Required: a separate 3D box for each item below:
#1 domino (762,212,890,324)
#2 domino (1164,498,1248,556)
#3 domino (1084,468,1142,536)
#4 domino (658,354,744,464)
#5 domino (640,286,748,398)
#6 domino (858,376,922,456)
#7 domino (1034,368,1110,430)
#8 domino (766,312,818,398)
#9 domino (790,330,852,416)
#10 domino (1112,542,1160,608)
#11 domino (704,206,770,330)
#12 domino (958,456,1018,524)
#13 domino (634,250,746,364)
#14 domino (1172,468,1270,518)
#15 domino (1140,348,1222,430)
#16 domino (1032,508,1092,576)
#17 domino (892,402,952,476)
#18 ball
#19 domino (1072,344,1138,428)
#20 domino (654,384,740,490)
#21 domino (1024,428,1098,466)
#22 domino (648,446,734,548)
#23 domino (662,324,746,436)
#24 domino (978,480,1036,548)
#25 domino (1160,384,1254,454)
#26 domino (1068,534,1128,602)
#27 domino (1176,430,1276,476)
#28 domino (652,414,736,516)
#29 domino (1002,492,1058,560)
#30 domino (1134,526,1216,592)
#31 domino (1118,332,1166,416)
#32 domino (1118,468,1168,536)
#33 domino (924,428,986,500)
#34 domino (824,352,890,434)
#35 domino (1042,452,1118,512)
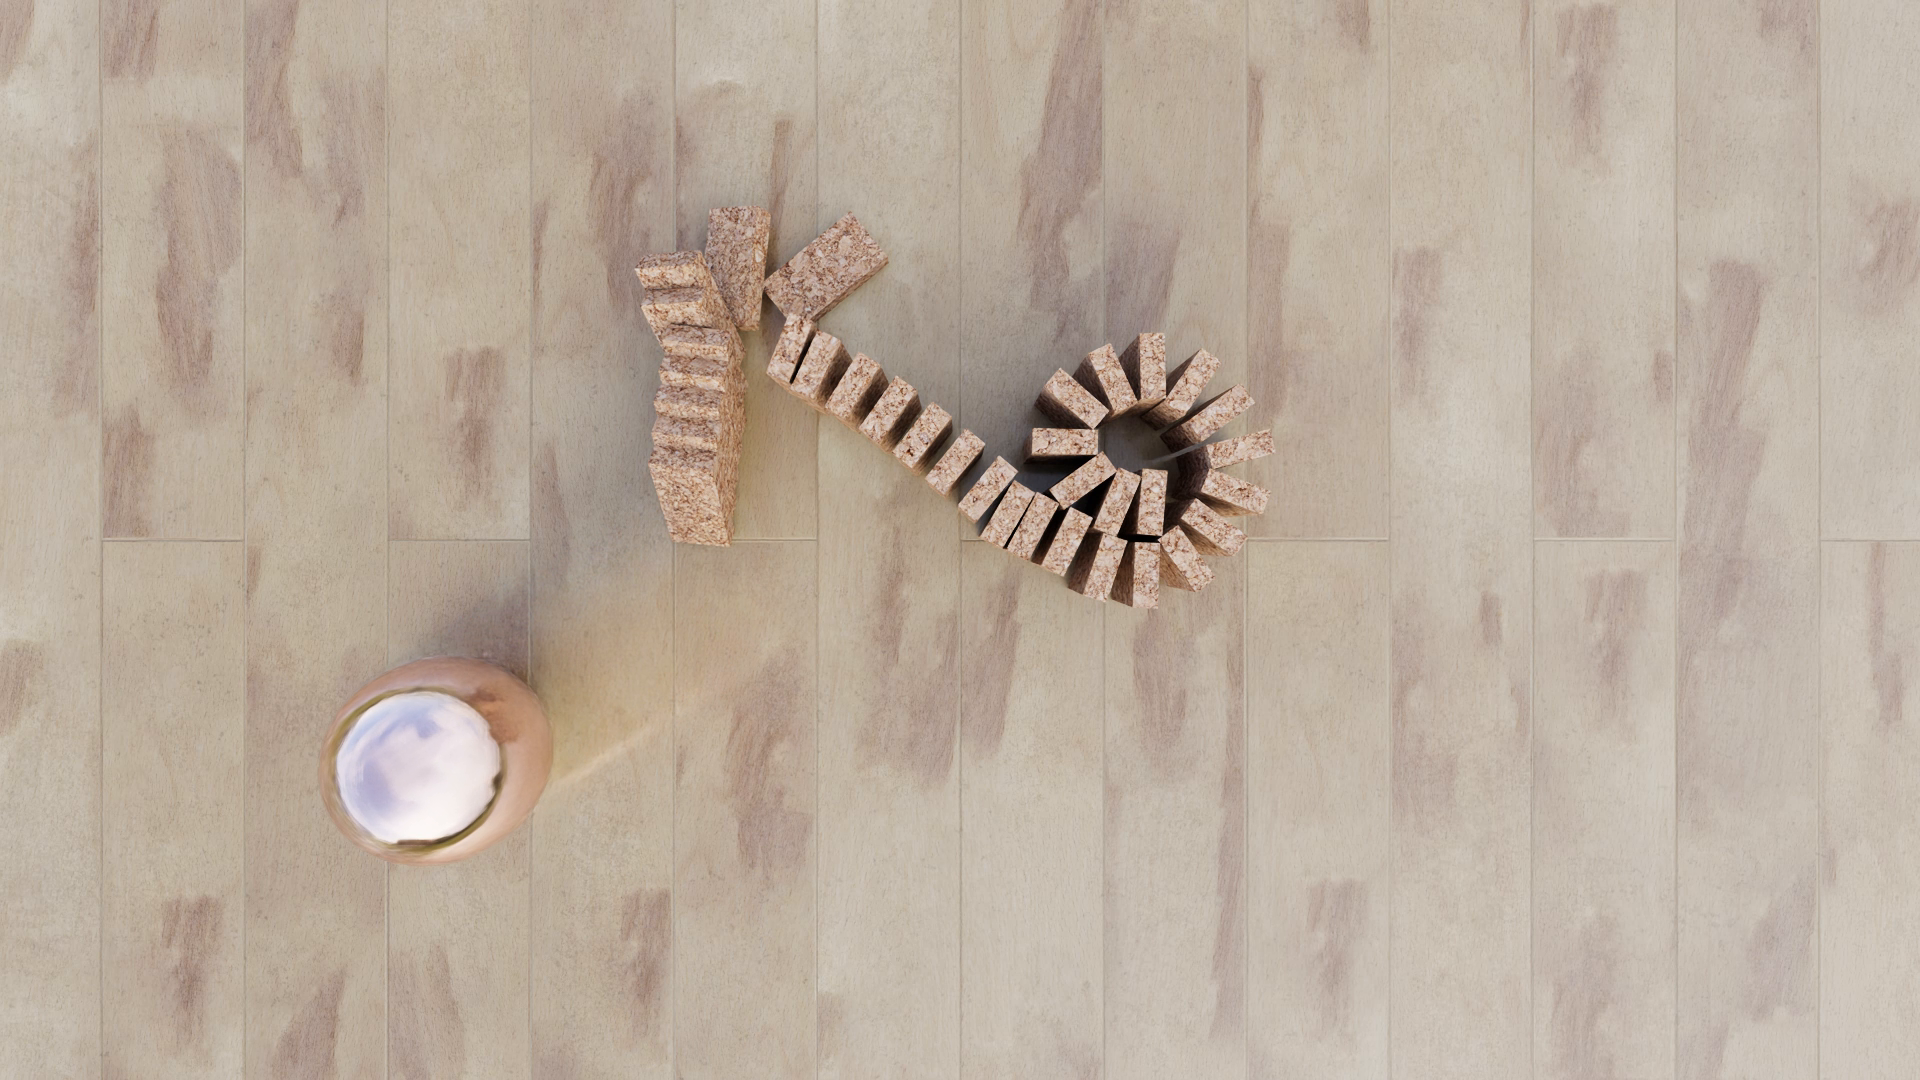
[{"bbox_3d":[-0.058,-0.115,0.395,0.050,0.010,0.025,-39,90,0],"label":"domino"},{"bbox_3d":[0.097,-0.005,0.375,0.025,0.050,0.009,36,90,0],"label":"domino"},{"bbox_3d":[0.060,-0.014,0.375,0.010,0.050,0.025,23,90,0],"label":"domino"},{"bbox_3d":[-0.106,-0.053,0.377,0.025,0.050,0.009,7,52,0],"label":"domino"},{"bbox_3d":[-0.108,-0.079,0.376,0.025,0.050,0.010,-1,50,10],"label":"domino"},{"bbox_3d":[-0.028,-0.050,0.375,0.010,0.050,0.025,35,90,0],"label":"domino"},{"bbox_3d":[0.045,-0.054,0.375,0.025,0.050,0.009,41,90,0],"label":"domino"},{"bbox_3d":[-0.065,-0.074,0.375,0.010,0.050,0.025,22,90,0],"label":"domino"},{"bbox_3d":[-0.055,-0.067,0.375,0.009,0.050,0.025,25,90,0],"label":"domino"},{"bbox_3d":[0.071,0.014,0.375,0.009,0.050,0.025,2,90,0],"label":"domino"},{"bbox_3d":[-0.096,-0.115,0.391,0.025,0.009,0.050,6,90,25],"label":"domino"},{"bbox_3d":[0.011,-0.020,0.375,0.009,0.050,0.025,40,90,0],"label":"domino"},{"bbox_3d":[-0.109,-0.093,0.375,0.025,0.050,0.009,0,50,14],"label":"domino"},{"bbox_3d":[0.105,-0.019,0.375,0.025,0.050,0.009,21,90,0],"label":"domino"},{"bbox_3d":[0.089,-0.060,0.375,0.009,0.050,0.025,35,90,0],"label":"domino"},{"bbox_3d":[0.041,0.001,0.375,0.009,0.050,0.025,27,90,0],"label":"domino"},{"bbox_3d":[-0.015,-0.040,0.375,0.009,0.050,0.025,38,90,0],"label":"domino"},{"bbox_3d":[-0.203,0.086,0.360,0.080,0.080,0.080,0,90,0],"label":"ball"},{"bbox_3d":[0.058,-0.062,0.375,0.009,0.050,0.025,-25,90,0],"label":"domino"},{"bbox_3d":[-0.108,-0.041,0.377,0.025,0.050,0.009,6,52,0],"label":"domino"},{"bbox_3d":[0.040,-0.038,0.375,0.025,0.050,0.009,1,90,0],"label":"domino"},{"bbox_3d":[-0.110,-0.017,0.377,0.025,0.050,0.010,6,53,0],"label":"domino"},{"bbox_3d":[-0.104,-0.065,0.377,0.025,0.050,0.009,6,52,0],"label":"domino"},{"bbox_3d":[0.018,-0.010,0.375,0.010,0.050,0.025,31,90,0],"label":"domino"},{"bbox_3d":[0.100,-0.049,0.375,0.025,0.050,0.010,-36,90,0],"label":"domino"},{"bbox_3d":[0.055,0.011,0.375,0.009,0.050,0.025,19,90,0],"label":"domino"},{"bbox_3d":[0.107,-0.035,0.375,0.025,0.050,0.009,-14,90,0],"label":"domino"},{"bbox_3d":[-0.109,-0.029,0.377,0.025,0.050,0.009,6,52,0],"label":"domino"},{"bbox_3d":[0.028,-0.005,0.375,0.010,0.050,0.025,28,90,0],"label":"domino"},{"bbox_3d":[0.087,0.007,0.375,0.010,0.050,0.025,-36,90,0],"label":"domino"},{"bbox_3d":[0.074,-0.067,0.375,0.010,0.050,0.025,-1,90,0],"label":"domino"},{"bbox_3d":[0.074,-0.014,0.375,0.009,0.050,0.025,5,90,0],"label":"domino"},{"bbox_3d":[-0.002,-0.030,0.375,0.009,0.050,0.025,39,90,0],"label":"domino"},{"bbox_3d":[-0.041,-0.059,0.375,0.009,0.050,0.025,32,90,0],"label":"domino"},{"bbox_3d":[0.047,-0.023,0.375,0.025,0.050,0.009,-36,90,0],"label":"domino"}]
